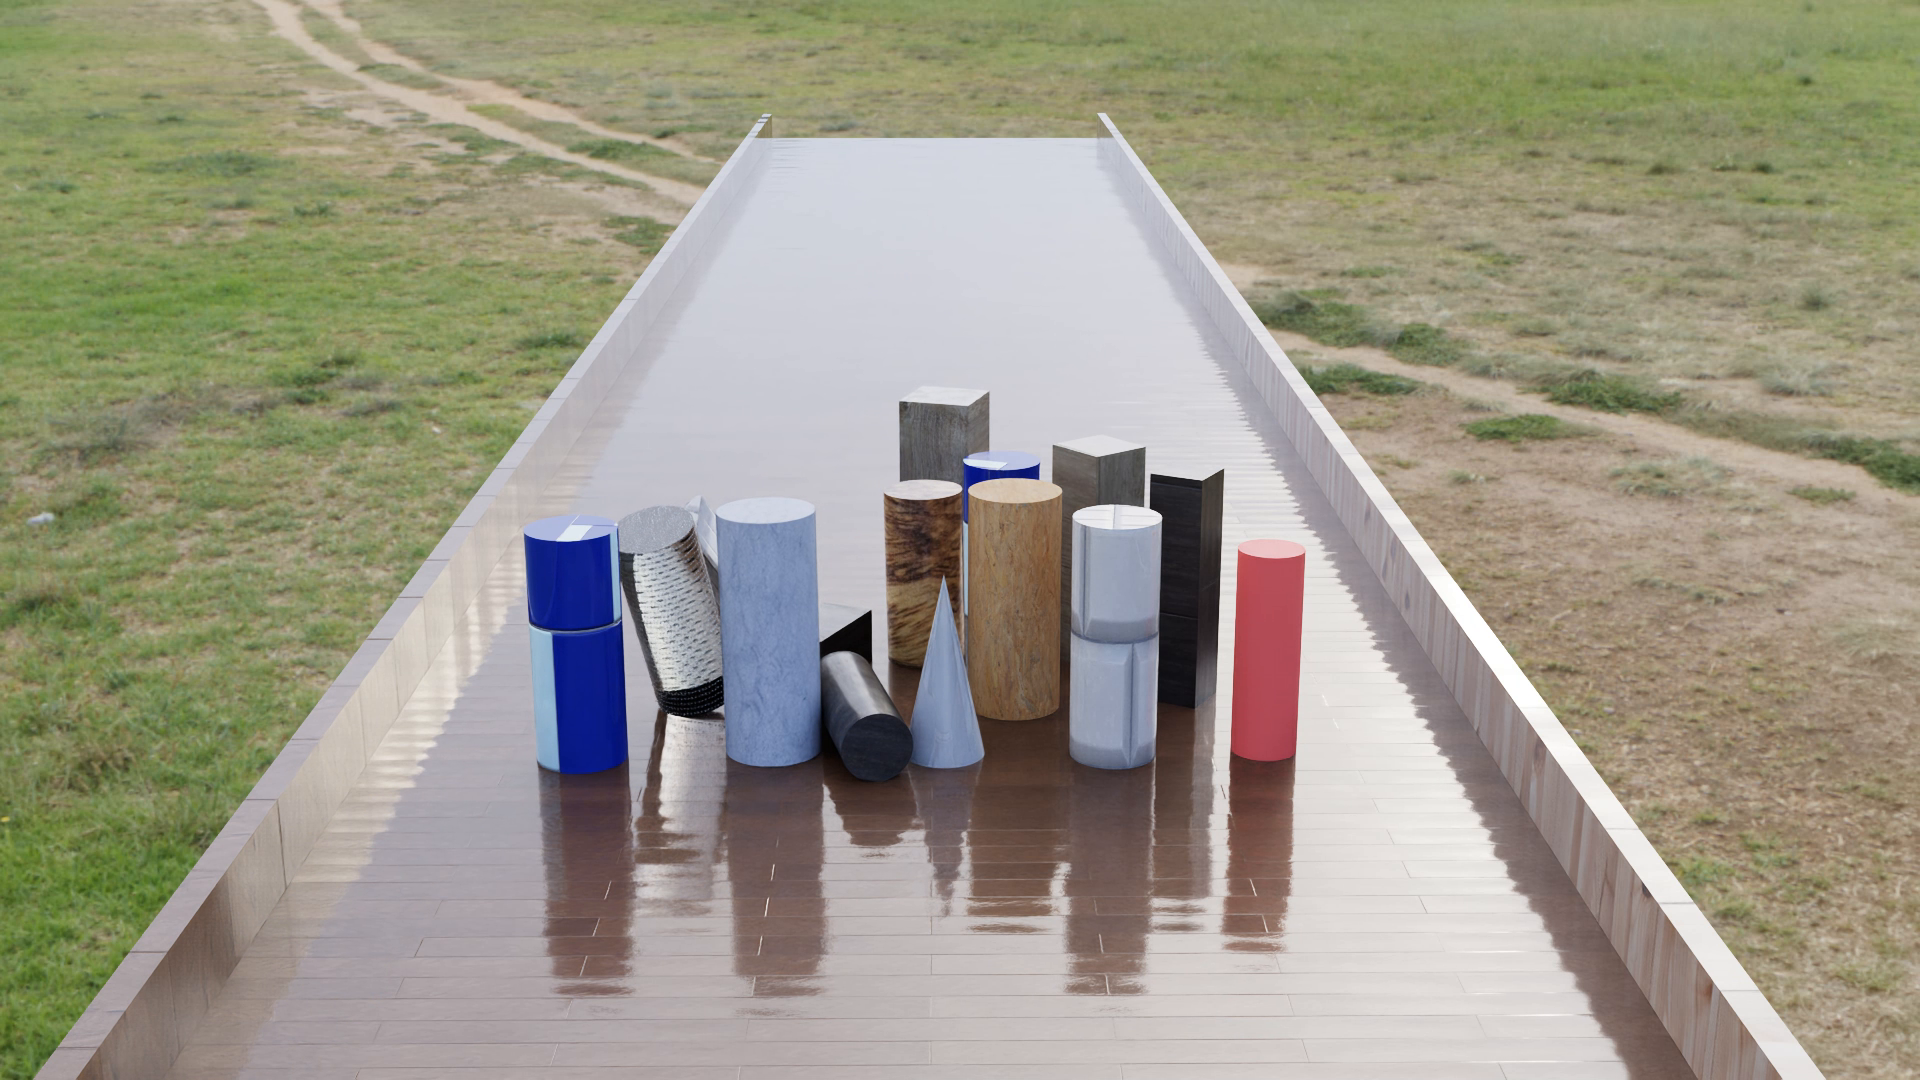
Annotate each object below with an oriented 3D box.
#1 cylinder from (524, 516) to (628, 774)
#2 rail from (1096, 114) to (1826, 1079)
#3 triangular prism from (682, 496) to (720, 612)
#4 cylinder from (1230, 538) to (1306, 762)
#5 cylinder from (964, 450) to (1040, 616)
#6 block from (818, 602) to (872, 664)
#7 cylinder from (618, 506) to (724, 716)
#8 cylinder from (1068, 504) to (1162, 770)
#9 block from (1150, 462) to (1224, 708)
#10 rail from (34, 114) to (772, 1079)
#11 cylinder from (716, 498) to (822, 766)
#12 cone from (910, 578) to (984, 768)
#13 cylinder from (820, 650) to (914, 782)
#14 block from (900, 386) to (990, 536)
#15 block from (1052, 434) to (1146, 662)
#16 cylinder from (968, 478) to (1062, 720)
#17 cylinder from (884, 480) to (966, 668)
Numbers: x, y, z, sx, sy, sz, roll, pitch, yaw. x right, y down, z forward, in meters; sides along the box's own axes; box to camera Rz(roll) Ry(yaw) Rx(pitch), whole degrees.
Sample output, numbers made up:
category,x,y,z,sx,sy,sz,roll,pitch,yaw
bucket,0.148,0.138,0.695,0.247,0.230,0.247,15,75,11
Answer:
category,x,y,z,sx,sy,sz,roll,pitch,yaw
cylinder,-0.674,0.183,3.867,0.162,0.425,0.162,0,17,0
rail,0.932,-0.844,7.801,0.050,0.150,12.000,0,17,-1
triangular prism,-0.428,0.082,4.256,0.106,0.427,0.092,13,59,37
cylinder,0.547,0.195,3.909,0.118,0.377,0.118,0,17,0
cylinder,0.088,-0.007,4.662,0.163,0.335,0.163,0,17,0
block,-0.294,0.227,4.272,0.110,0.110,0.329,7,18,23
cylinder,-0.529,0.133,4.078,0.158,0.368,0.158,-8,32,5
cylinder,0.273,0.171,3.882,0.156,0.440,0.156,0,17,0
block,0.424,0.085,4.159,0.104,0.446,0.104,9,19,28
rail,-1.118,-0.838,7.780,0.050,0.150,12.000,0,17,-1
cylinder,-0.336,0.162,3.898,0.174,0.445,0.174,-1,16,0
cone,-0.028,0.220,3.896,0.145,0.337,0.145,0,17,0
cylinder,-0.182,0.313,3.953,0.127,0.127,0.334,-4,17,-13
block,-0.033,-0.113,4.866,0.157,0.422,0.157,5,17,17
block,0.273,0.025,4.374,0.129,0.439,0.129,-13,21,-37
cylinder,0.102,0.110,4.119,0.174,0.420,0.174,0,17,0
cylinder,-0.070,0.067,4.388,0.156,0.347,0.156,-1,16,0
